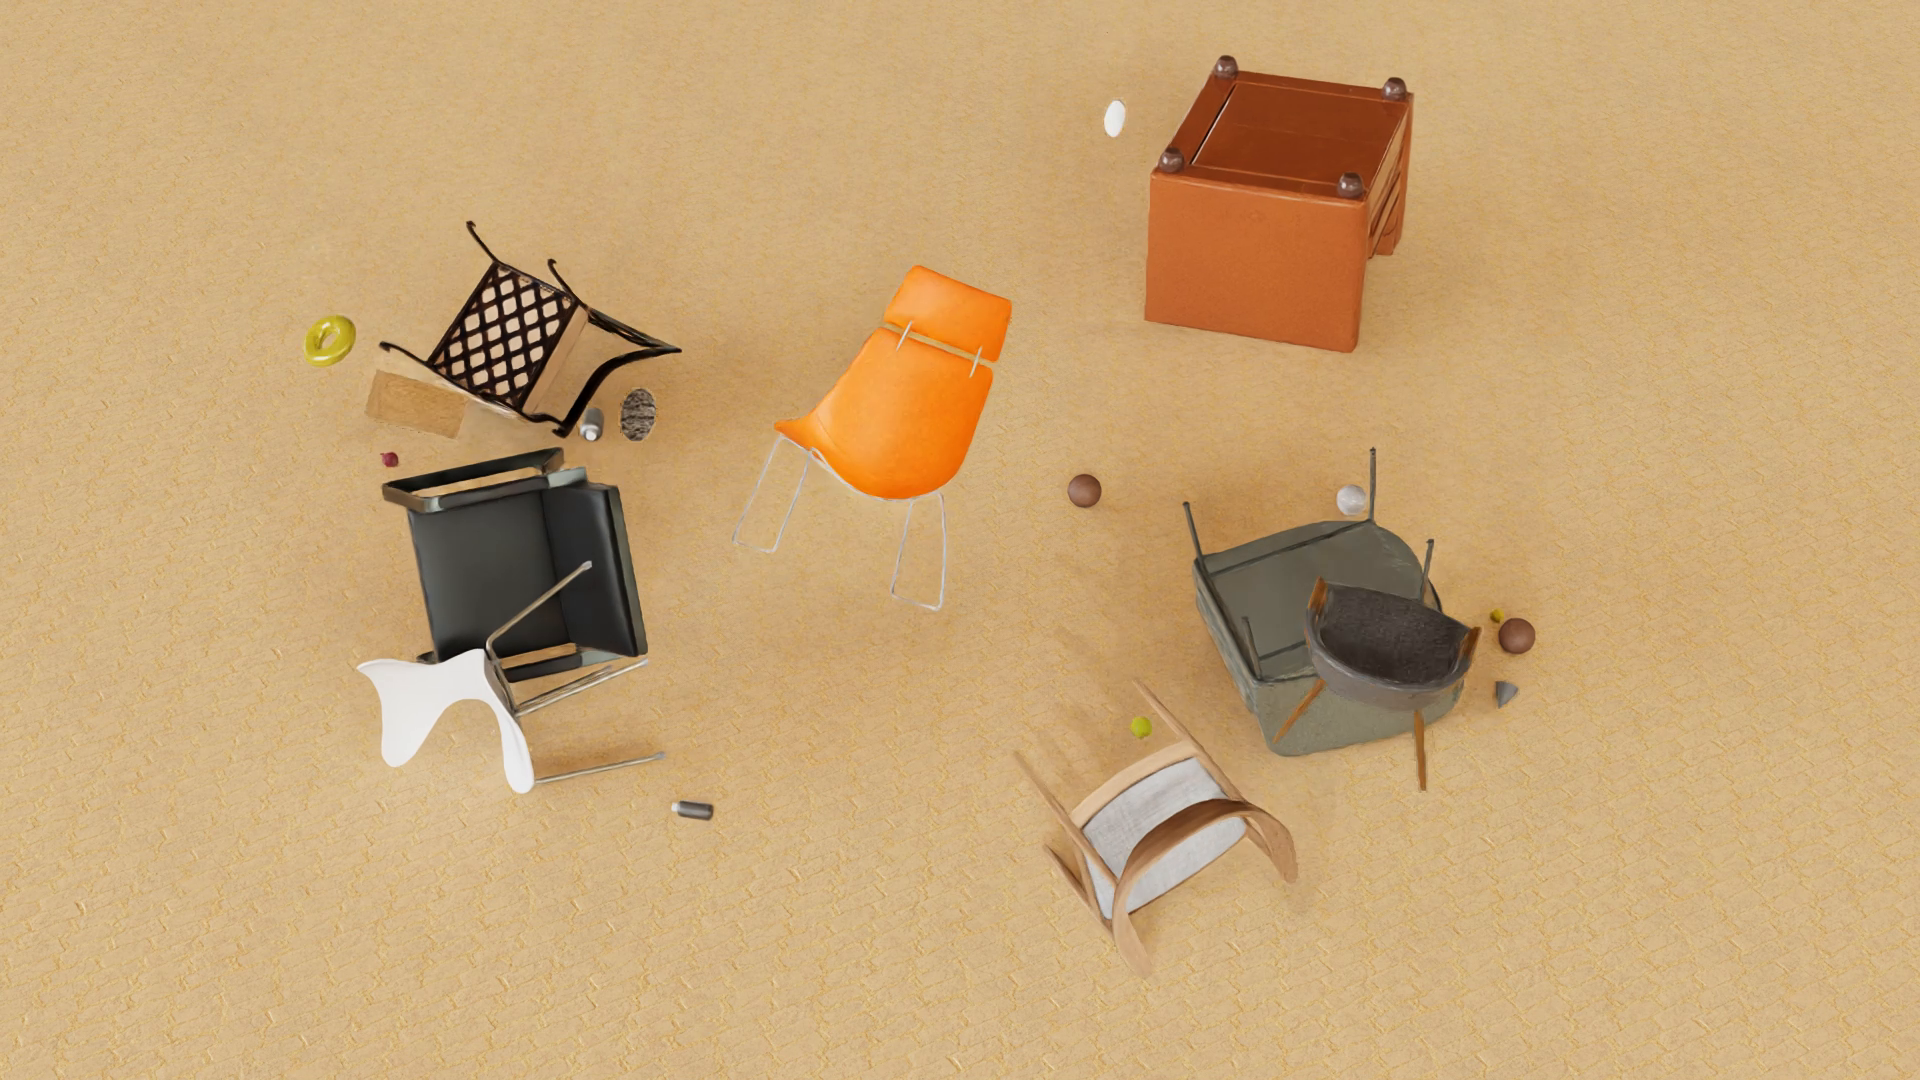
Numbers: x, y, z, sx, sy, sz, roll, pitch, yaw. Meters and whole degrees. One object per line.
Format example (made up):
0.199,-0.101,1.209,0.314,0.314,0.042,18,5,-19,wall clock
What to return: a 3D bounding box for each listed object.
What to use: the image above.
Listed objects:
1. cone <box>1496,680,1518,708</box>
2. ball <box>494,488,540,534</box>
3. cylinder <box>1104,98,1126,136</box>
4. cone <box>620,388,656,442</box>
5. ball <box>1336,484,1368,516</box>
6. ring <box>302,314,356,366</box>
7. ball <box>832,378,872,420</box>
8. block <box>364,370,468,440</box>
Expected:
1.864,0.545,10.070,0.085,0.135,0.086,22,76,10,cone
-1.654,-0.110,10.955,0.172,0.172,0.172,0,33,0,ball
0.663,-1.807,12.531,0.084,0.153,0.090,10,16,2,cylinder
-1.257,-0.507,11.286,0.133,0.215,0.171,3,19,-19,cone
1.480,-0.151,11.066,0.119,0.119,0.119,0,33,0,ball
-2.333,-0.738,10.837,0.261,0.062,0.216,1,67,36,ring
-0.412,-0.538,11.201,0.157,0.157,0.157,0,33,0,ball
-1.904,-0.475,10.268,0.289,0.162,0.261,16,0,-21,block
